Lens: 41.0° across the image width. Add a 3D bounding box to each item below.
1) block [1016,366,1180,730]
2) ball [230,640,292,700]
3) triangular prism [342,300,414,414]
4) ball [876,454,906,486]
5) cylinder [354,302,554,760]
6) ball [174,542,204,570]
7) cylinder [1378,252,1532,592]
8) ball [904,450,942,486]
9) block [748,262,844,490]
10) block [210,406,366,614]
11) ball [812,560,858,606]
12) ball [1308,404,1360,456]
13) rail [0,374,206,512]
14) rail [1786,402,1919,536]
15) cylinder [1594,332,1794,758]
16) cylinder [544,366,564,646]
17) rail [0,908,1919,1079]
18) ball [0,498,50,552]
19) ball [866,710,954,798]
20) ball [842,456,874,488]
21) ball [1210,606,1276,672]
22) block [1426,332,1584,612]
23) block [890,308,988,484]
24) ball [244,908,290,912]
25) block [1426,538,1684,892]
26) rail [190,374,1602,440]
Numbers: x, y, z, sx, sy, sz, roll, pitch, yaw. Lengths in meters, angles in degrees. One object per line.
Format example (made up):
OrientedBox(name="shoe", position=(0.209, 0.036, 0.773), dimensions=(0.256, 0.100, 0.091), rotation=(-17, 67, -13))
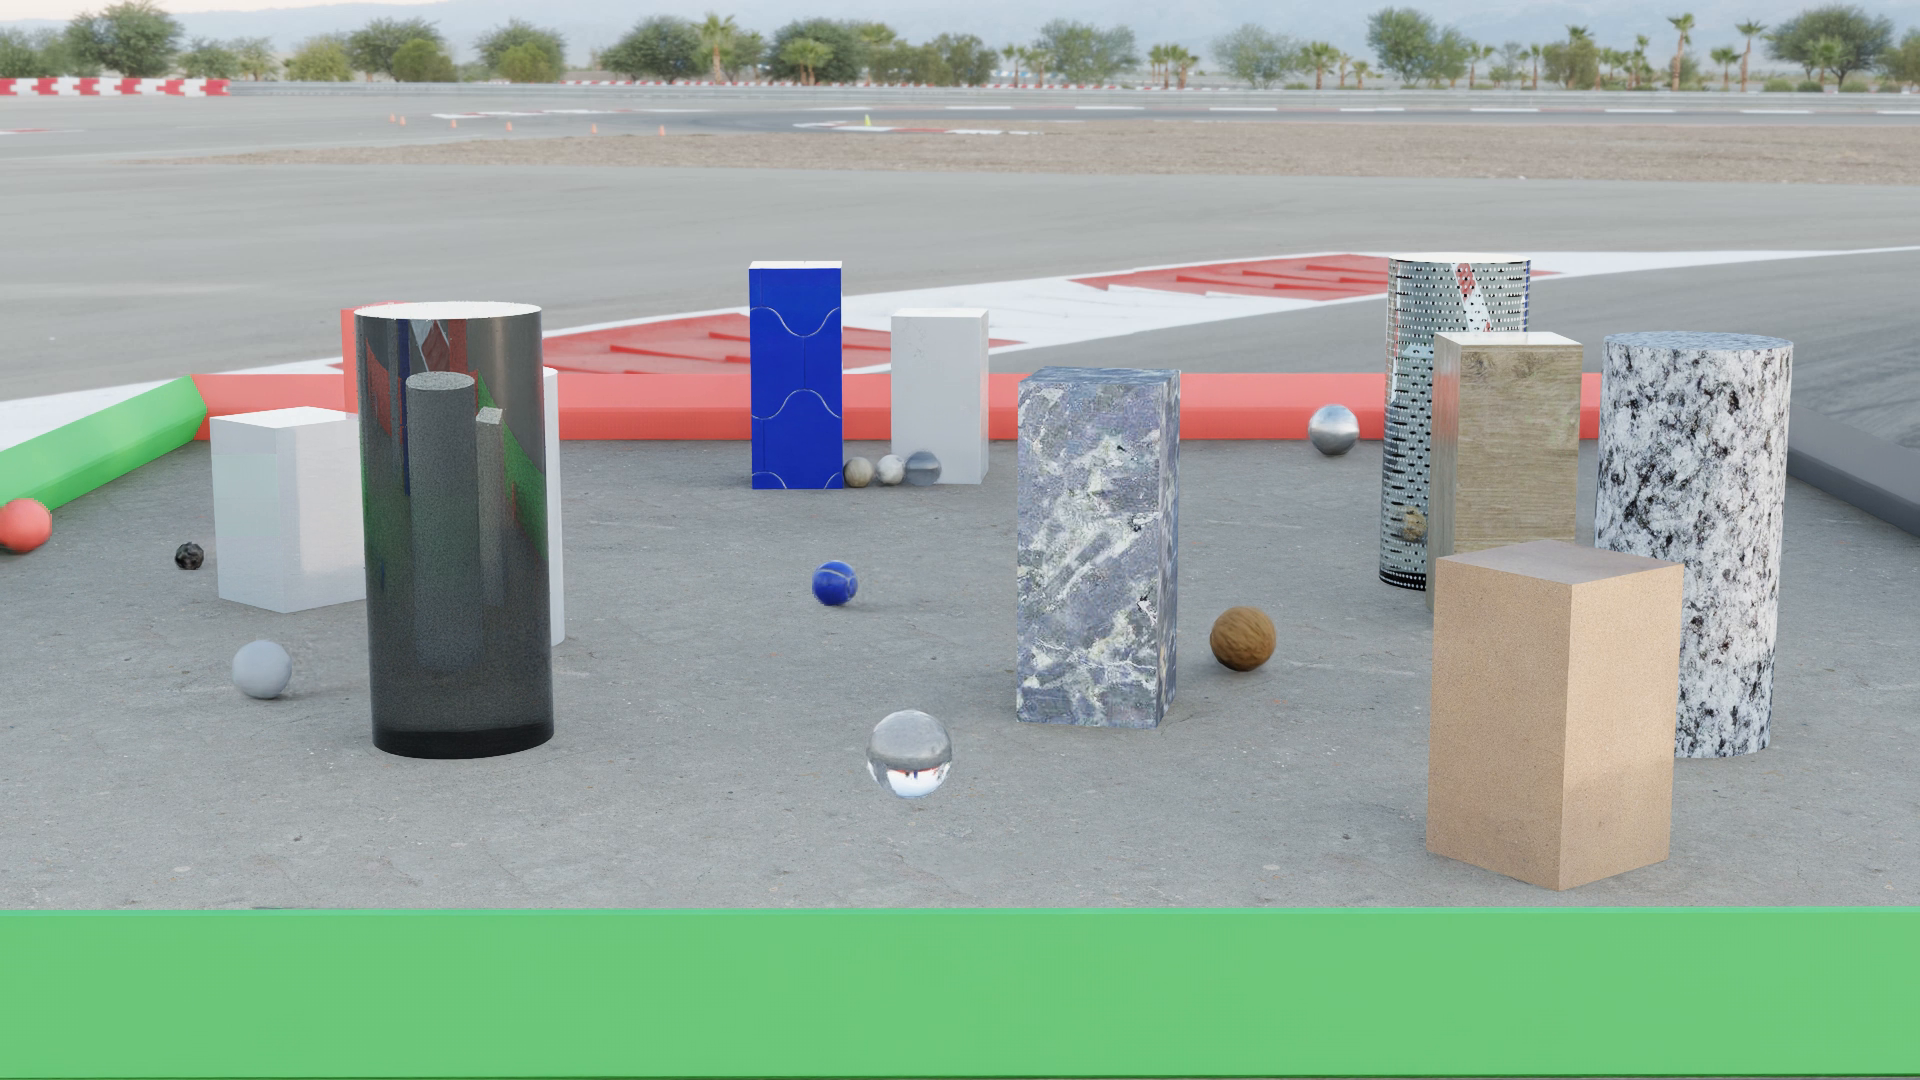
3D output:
OrientedBox(name="block", position=(0.158, 0.005, 2.904), dimensions=(0.157, 0.383, 0.157), rotation=(2, 11, 13))
OrientedBox(name="ball", position=(-0.812, 0.151, 2.981), dimensions=(0.069, 0.069, 0.069), rotation=(0, 10, 0))
OrientedBox(name="triangular prism", position=(-0.922, -0.216, 4.214), dimensions=(0.170, 0.341, 0.147), rotation=(-3, 11, -15))
OrientedBox(name="ball", position=(-0.121, -0.123, 4.496), dimensions=(0.054, 0.054, 0.054), rotation=(0, 10, 0))
OrientedBox(name="cylinder", position=(-0.545, -0.015, 2.777), dimensions=(0.196, 0.468, 0.196), rotation=(0, 10, 0))
OrientedBox(name="ball", position=(-1.124, 0.024, 3.742), dimensions=(0.041, 0.041, 0.041), rotation=(0, 10, 0))
OrientedBox(name="cylinder", position=(0.700, -0.170, 3.636), dimensions=(0.196, 0.460, 0.196), rotation=(0, 10, 0))
OrientedBox(name="ball", position=(-0.064, -0.125, 4.481), dimensions=(0.064, 0.064, 0.064), rotation=(0, 10, 0))
OrientedBox(name="block", position=(-0.285, -0.291, 4.501), dimensions=(0.157, 0.383, 0.157), rotation=(0, 11, -2))
OrientedBox(name="block", position=(-0.915, -0.045, 3.535), dimensions=(0.157, 0.251, 0.157), rotation=(9, 14, 41))
OrientedBox(name="ball", position=(-0.170, 0.059, 3.496), dimensions=(0.062, 0.062, 0.062), rotation=(0, 10, 0))
OrientedBox(name="ball", position=(0.705, -0.207, 4.835), dimensions=(0.096, 0.096, 0.096), rotation=(0, 10, 0))
OrientedBox(name="rail", position=(-1.478, 0.034, 3.441), dimensions=(0.045, 0.128, 3.248), rotation=(0, 10, 0))
OrientedBox(name="rail", position=(1.478, 0.031, 3.457), dimensions=(0.045, 0.128, 3.248), rotation=(0, 10, 0))
OrientedBox(name="cylinder", position=(0.790, 0.000, 2.787), dimensions=(0.196, 0.435, 0.196), rotation=(0, 10, 0))
OrientedBox(name="cylinder", position=(-0.606, -0.041, 3.262), dimensions=(0.196, 0.344, 0.196), rotation=(0, 10, 0))
OrientedBox(name="rail", position=(0.009, 0.324, 1.876), dimensions=(3.004, 0.128, 0.045), rotation=(0, 10, 0))
OrientedBox(name="ball", position=(-1.418, -0.022, 3.881), dimensions=(0.080, 0.080, 0.080), rotation=(0, 10, 0))
OrientedBox(name="ball", position=(-0.051, 0.215, 2.578), dimensions=(0.088, 0.088, 0.088), rotation=(0, 10, 0))
OrientedBox(name="ball", position=(-0.177, -0.119, 4.474), dimensions=(0.054, 0.054, 0.054), rotation=(0, 10, 0))
OrientedBox(name="ball", position=(0.343, 0.120, 3.115), dimensions=(0.080, 0.080, 0.080), rotation=(0, 10, 0))
OrientedBox(name="block", position=(0.716, -0.080, 3.391), dimensions=(0.157, 0.373, 0.157), rotation=(0, 11, -2))
OrientedBox(name="block", position=(-0.035, -0.259, 4.570), dimensions=(0.157, 0.294, 0.157), rotation=(1, 11, 6))
OrientedBox(name="ball", position=(-0.527, 0.328, 1.944), dimensions=(0.098, 0.098, 0.098), rotation=(0, 10, 0))
OrientedBox(name="block", position=(0.548, 0.156, 2.372), dimensions=(0.157, 0.279, 0.157), rotation=(-8, 13, -37))
OrientedBox(name="rail", position=(-0.009, -0.259, 5.022), dimensions=(3.004, 0.128, 0.045), rotation=(0, 10, 0))
